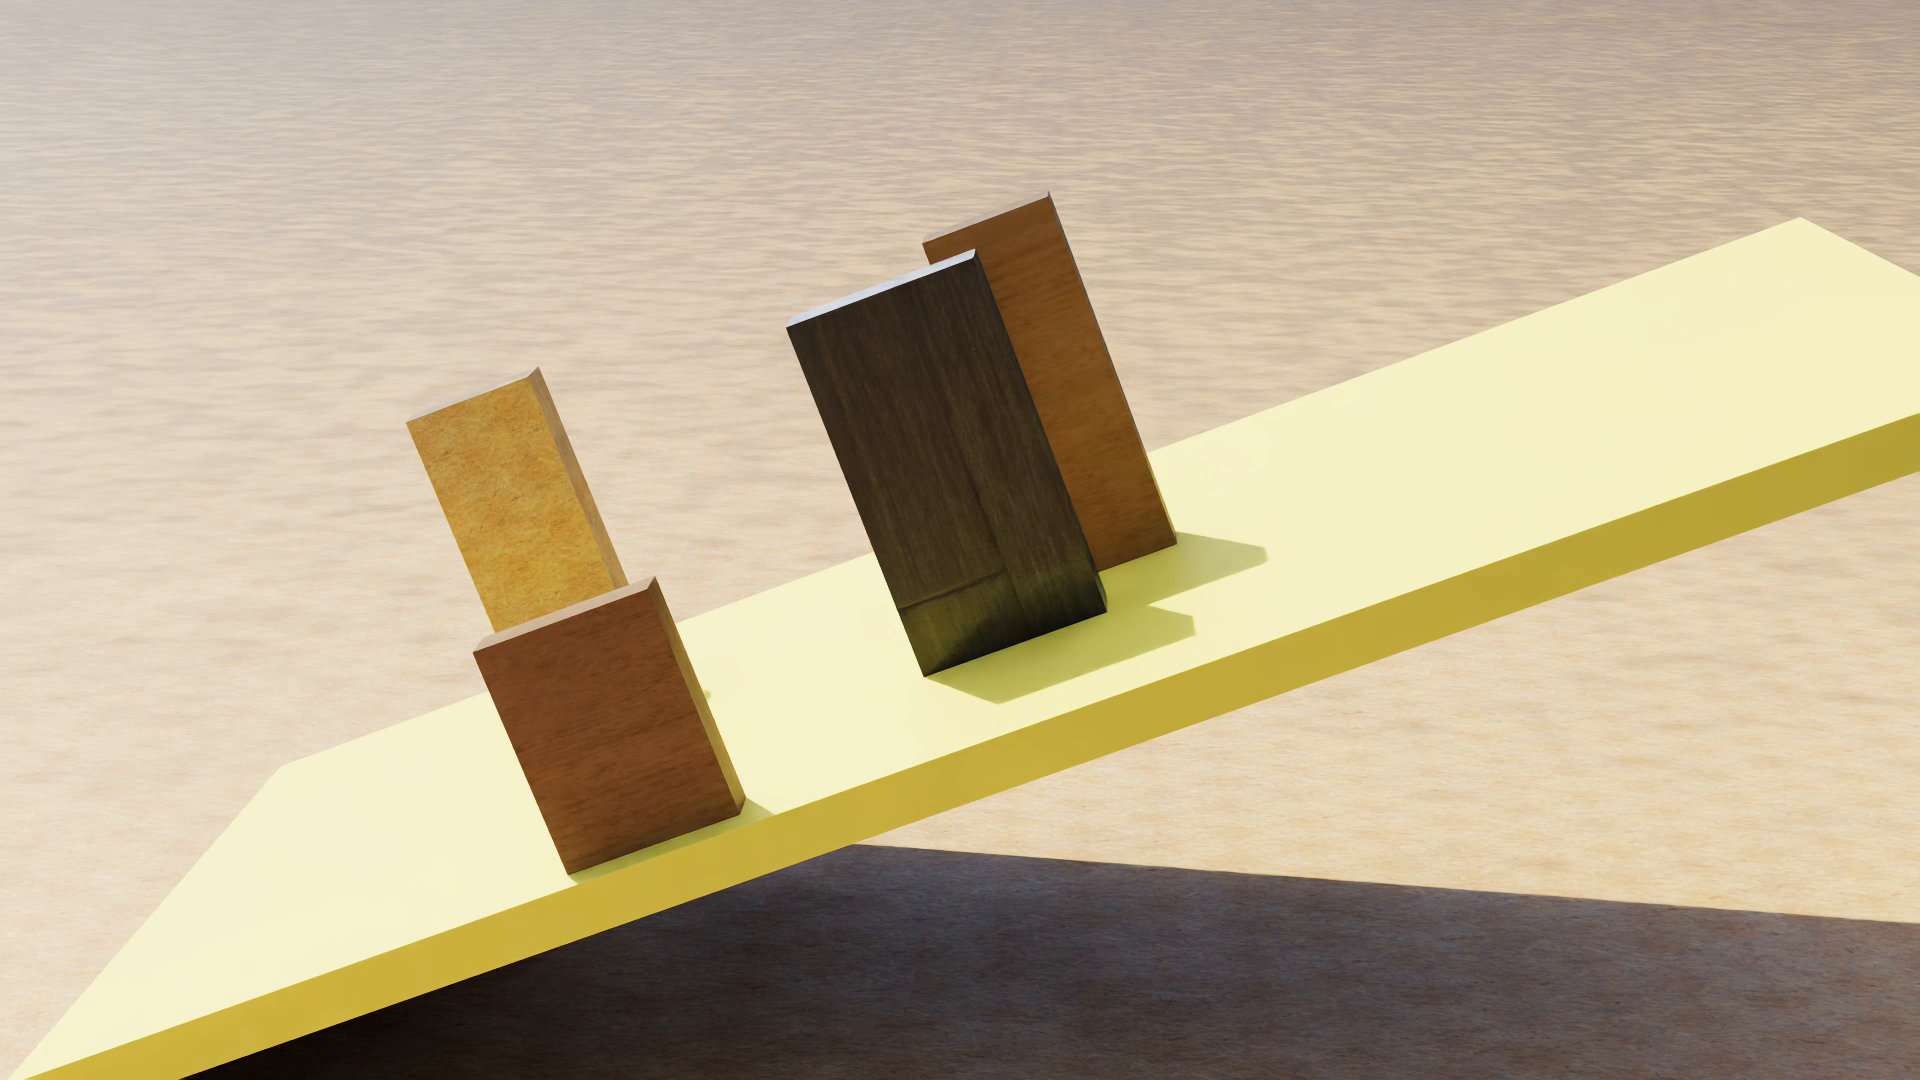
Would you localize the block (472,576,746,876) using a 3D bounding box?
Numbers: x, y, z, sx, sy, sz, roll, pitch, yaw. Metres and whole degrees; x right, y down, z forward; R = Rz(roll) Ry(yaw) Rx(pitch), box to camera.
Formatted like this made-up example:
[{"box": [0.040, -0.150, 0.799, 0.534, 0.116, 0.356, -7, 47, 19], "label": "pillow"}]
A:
[{"box": [-0.649, 0.346, 5.476, 0.348, 0.460, 0.105, -20, 12, 7], "label": "block"}]

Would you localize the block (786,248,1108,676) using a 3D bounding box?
[{"box": [-0.021, -0.152, 5.891, 0.394, 0.759, 0.140, -20, 12, 7], "label": "block"}]

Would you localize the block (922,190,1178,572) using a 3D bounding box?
[{"box": [0.192, -0.316, 6.204, 0.278, 0.783, 0.127, -20, 12, 7], "label": "block"}]

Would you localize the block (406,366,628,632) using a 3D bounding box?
[{"box": [-0.972, 0.020, 6.766, 0.300, 0.770, 0.141, -20, 12, 7], "label": "block"}]

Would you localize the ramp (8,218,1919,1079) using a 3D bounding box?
[{"box": [0.118, 0.176, 6.295, 4.000, 0.100, 2.000, -20, 12, 7], "label": "ramp"}]
